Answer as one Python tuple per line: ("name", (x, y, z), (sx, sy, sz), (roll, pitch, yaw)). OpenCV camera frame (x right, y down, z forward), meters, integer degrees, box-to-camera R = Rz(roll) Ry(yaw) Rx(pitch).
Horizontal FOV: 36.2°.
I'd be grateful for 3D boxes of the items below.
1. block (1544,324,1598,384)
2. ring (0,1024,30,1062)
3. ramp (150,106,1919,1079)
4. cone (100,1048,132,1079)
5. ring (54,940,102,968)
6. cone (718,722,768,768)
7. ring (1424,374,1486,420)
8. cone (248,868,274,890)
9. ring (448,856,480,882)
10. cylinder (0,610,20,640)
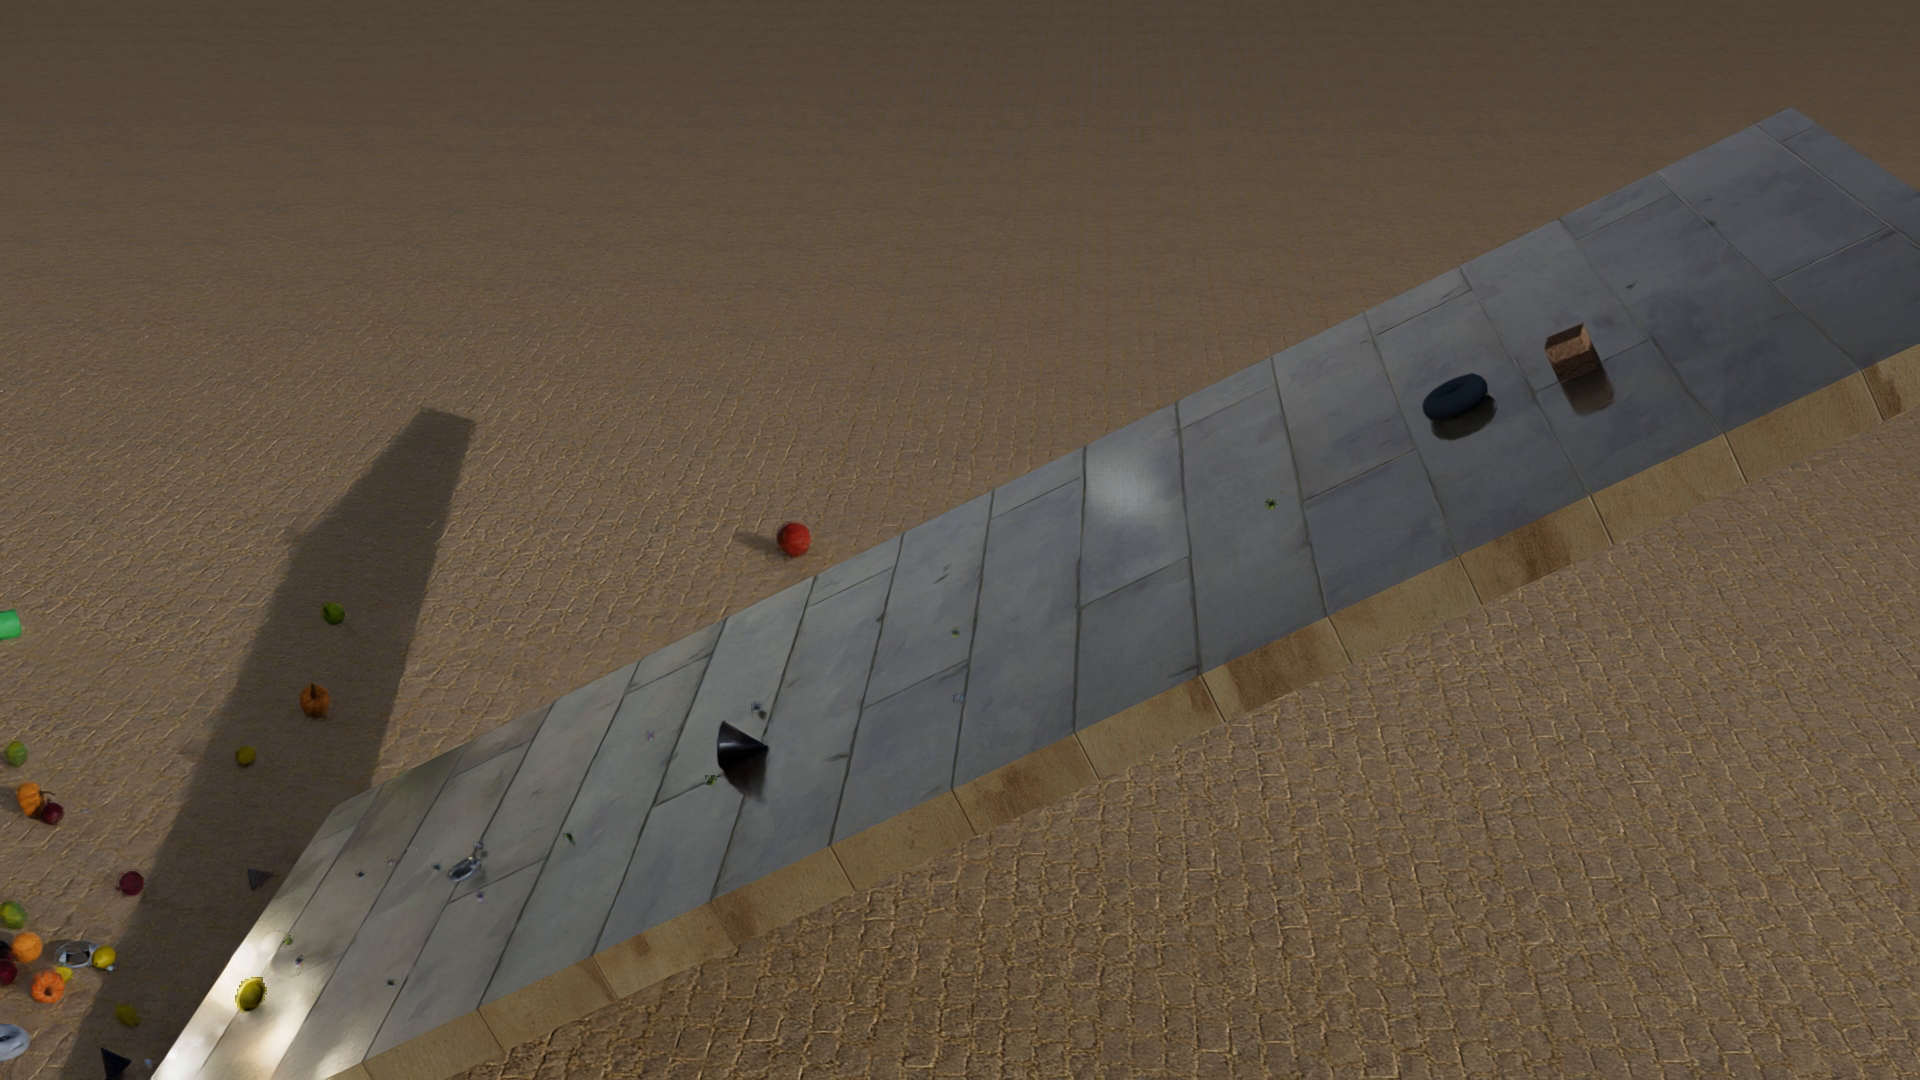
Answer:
("block", (1.205, -0.368, 5.793), (0.076, 0.076, 0.076), (-22, 15, 23))
("ring", (-2.102, 1.101, 6.432), (0.131, 0.044, 0.131), (0, 18, 0))
("ramp", (0.139, 0.168, 6.281), (4.000, 0.100, 2.000), (-26, 14, 10))
("cone", (-1.824, 1.112, 6.309), (0.066, 0.066, 0.066), (-33, 13, 9))
("ring", (-2.063, 0.969, 6.880), (0.108, 0.036, 0.108), (-1, 17, 0))
("cone", (-0.447, 0.431, 6.151), (0.100, 0.100, 0.100), (2, 17, 8))
("ring", (1.004, -0.290, 5.965), (0.139, 0.046, 0.139), (-28, 13, 7))
("cone", (-1.722, 0.829, 7.258), (0.058, 0.058, 0.058), (-13, 18, -3))
("ring", (-1.075, 0.713, 6.377), (0.078, 0.026, 0.078), (-27, 12, 6))
("cylinder", (-2.968, 0.266, 9.113), (0.086, 0.086, 0.086), (-13, 21, -34))
